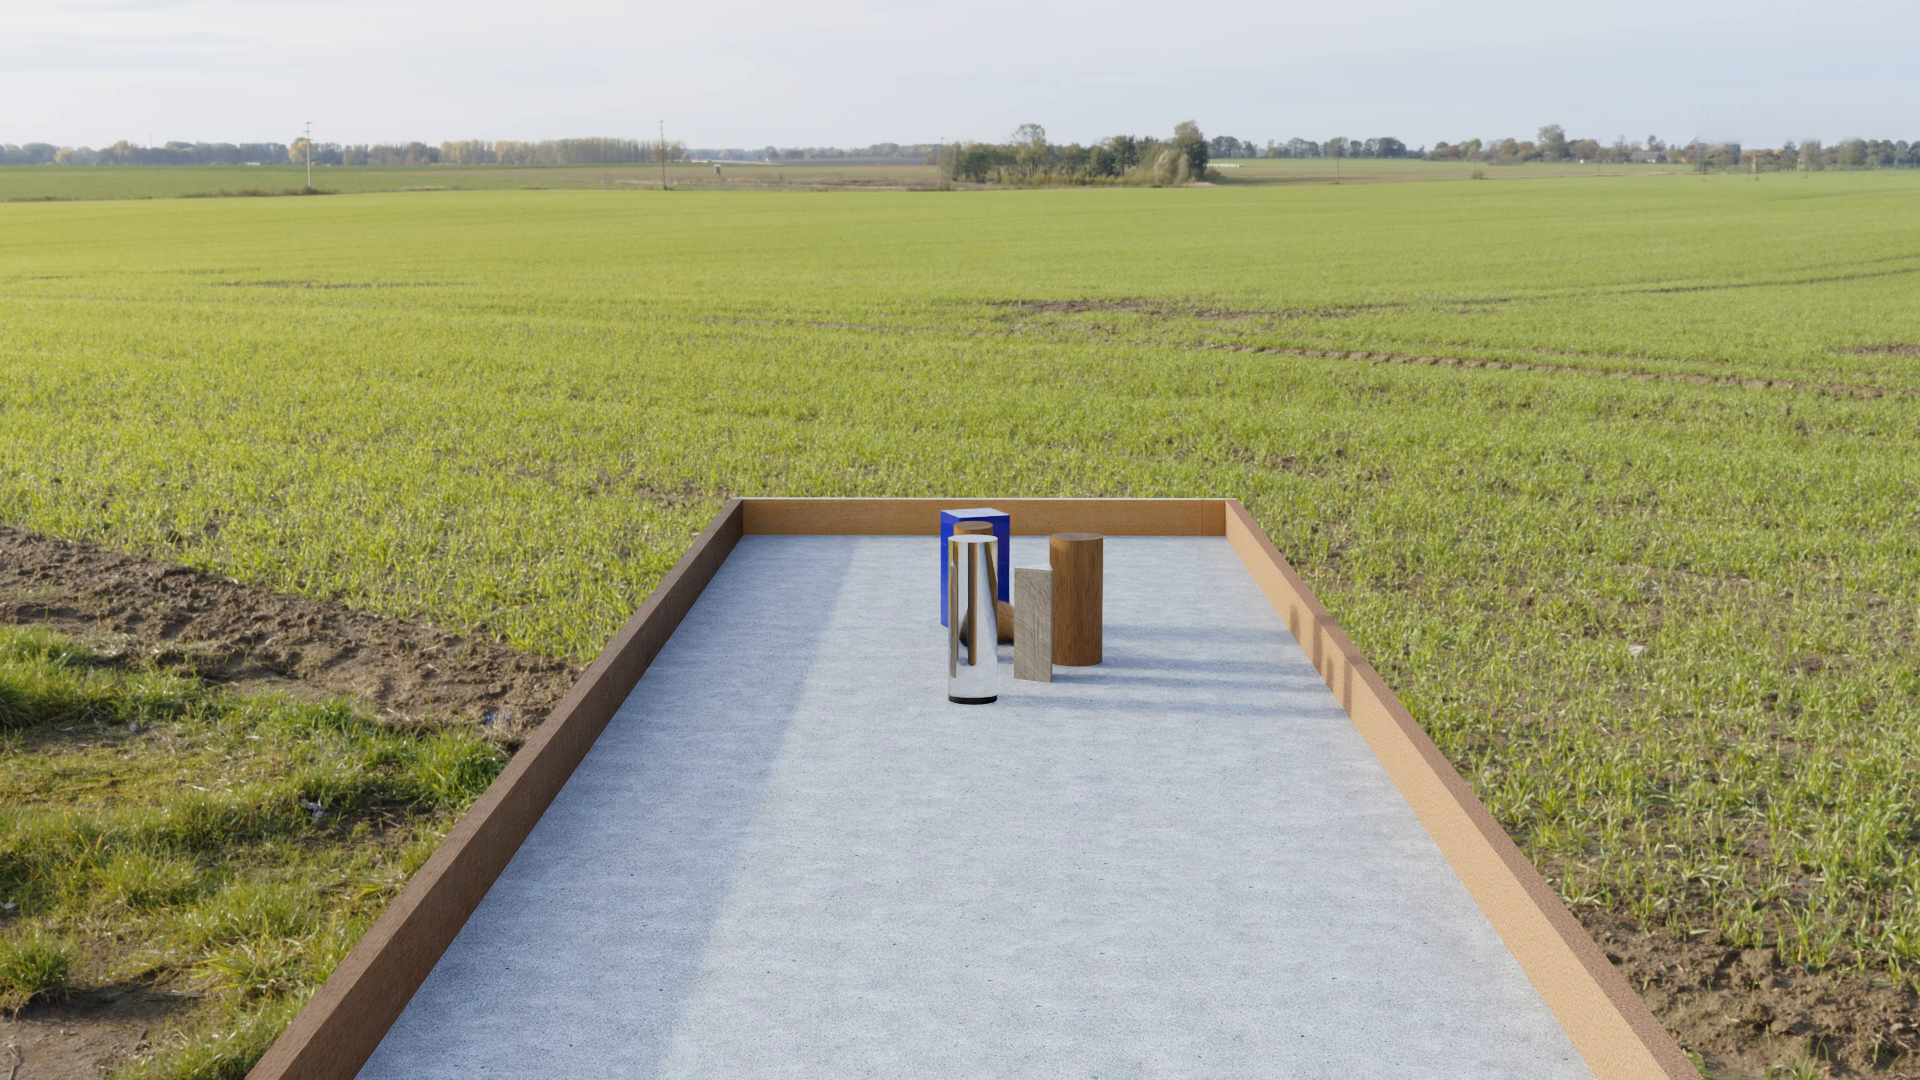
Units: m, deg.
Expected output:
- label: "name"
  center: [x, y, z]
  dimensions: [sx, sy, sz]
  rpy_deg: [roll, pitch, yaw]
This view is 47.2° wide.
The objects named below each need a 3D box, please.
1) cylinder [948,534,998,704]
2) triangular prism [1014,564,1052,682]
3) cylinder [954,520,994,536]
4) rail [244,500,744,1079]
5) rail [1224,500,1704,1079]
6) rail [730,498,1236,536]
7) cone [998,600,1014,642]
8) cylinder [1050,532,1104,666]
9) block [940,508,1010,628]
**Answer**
- label: "cylinder"
  center: [0.036, 0.222, 6.149]
  dimensions: [0.138, 0.458, 0.138]
  rpy_deg: [0, 9, 0]
- label: "triangular prism"
  center: [0.237, 0.240, 6.442]
  dimensions: [0.123, 0.330, 0.106]
  rpy_deg: [5, 10, 28]
- label: "cylinder"
  center: [0.042, 0.156, 6.680]
  dimensions: [0.120, 0.413, 0.120]
  rpy_deg: [-1, 13, 0]
- label: "rail"
  center: [-1.004, 0.839, 3.234]
  dimensions: [0.050, 0.150, 12.000]
  rpy_deg: [0, 9, 1]
- label: "rail"
  center: [1.046, 0.843, 3.208]
  dimensions: [0.050, 0.150, 12.000]
  rpy_deg: [0, 9, 1]
- label: "rail"
  center: [0.099, -0.098, 9.147]
  dimensions: [2.100, 0.150, 0.050]
  rpy_deg: [0, 9, 1]
- label: "cone"
  center: [0.235, 0.283, 6.980]
  dimensions: [0.349, 0.154, 0.154]
  rpy_deg: [13, 9, 0]
- label: "cylinder"
  center: [0.352, 0.178, 6.661]
  dimensions: [0.162, 0.383, 0.162]
  rpy_deg: [0, 9, 0]
- label: "block"
  center: [0.049, 0.098, 7.178]
  dimensions: [0.174, 0.379, 0.174]
  rpy_deg: [-3, 10, -20]
